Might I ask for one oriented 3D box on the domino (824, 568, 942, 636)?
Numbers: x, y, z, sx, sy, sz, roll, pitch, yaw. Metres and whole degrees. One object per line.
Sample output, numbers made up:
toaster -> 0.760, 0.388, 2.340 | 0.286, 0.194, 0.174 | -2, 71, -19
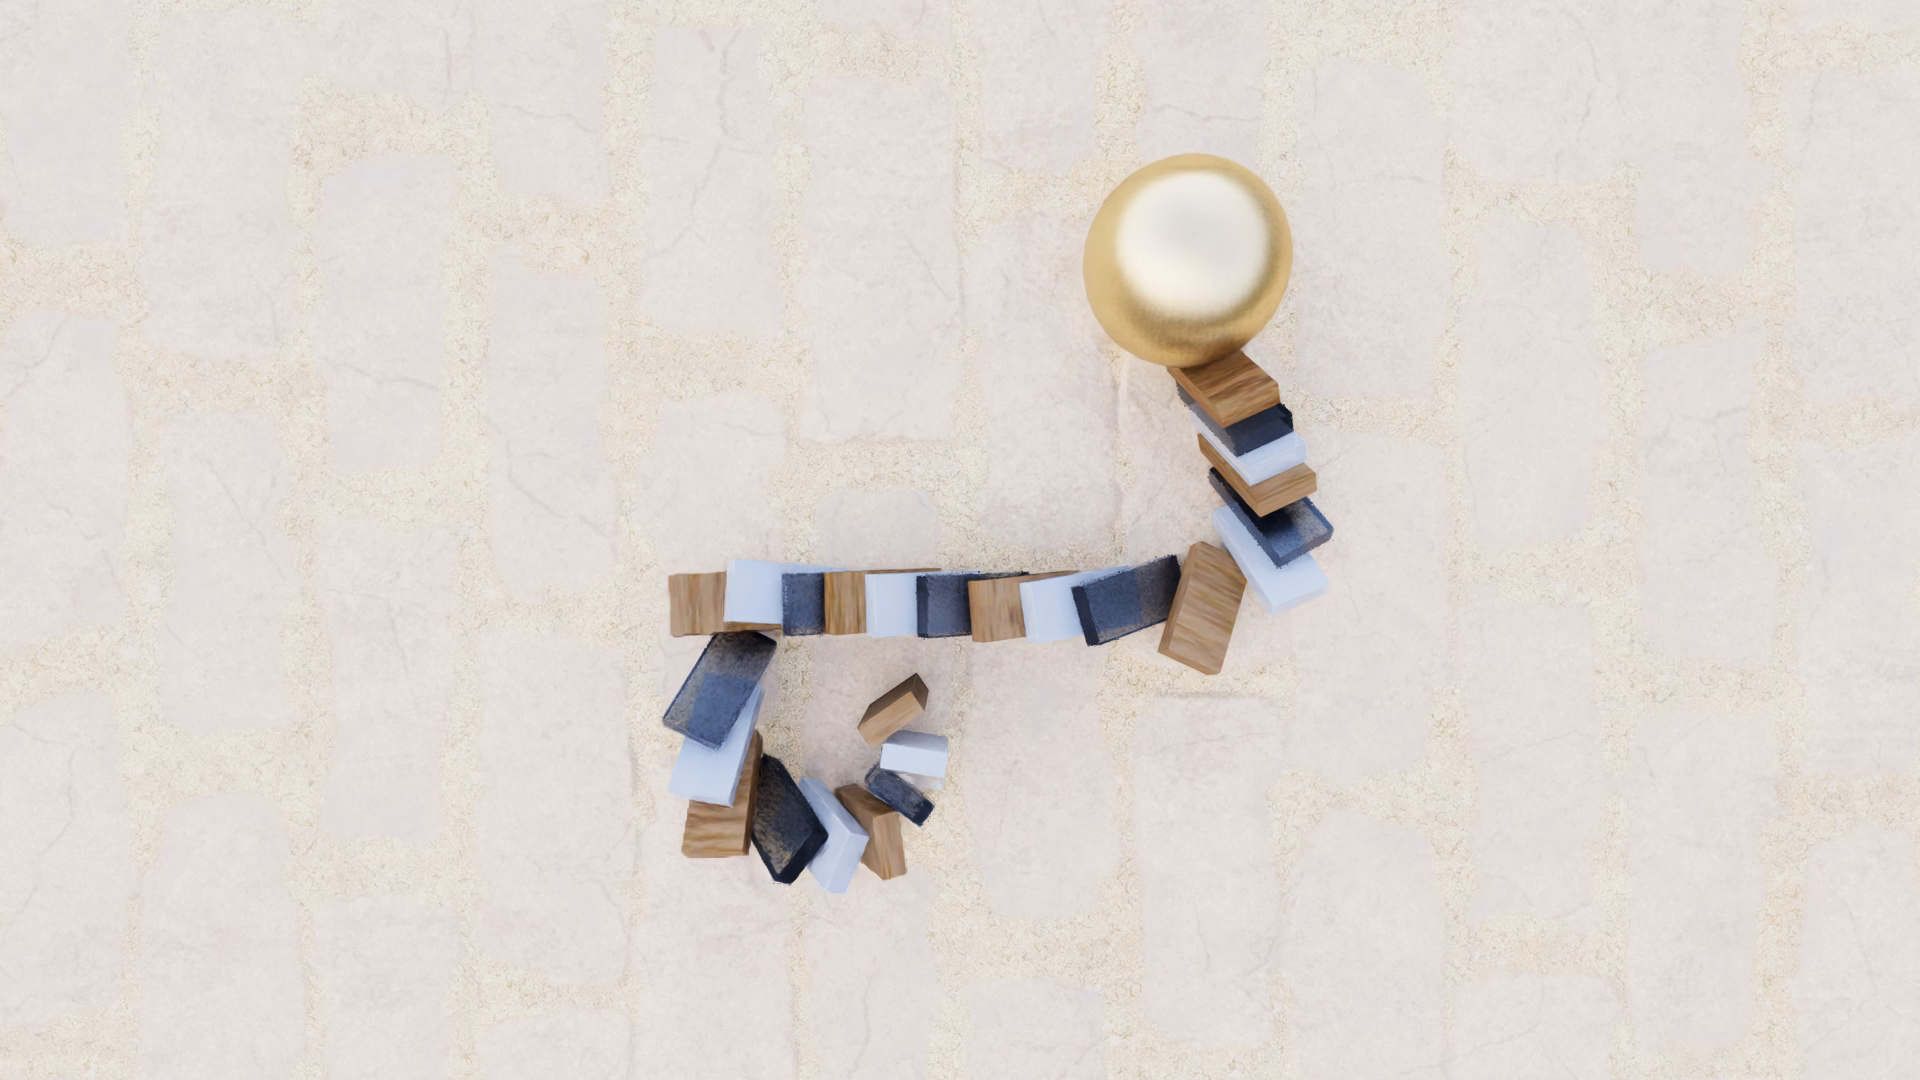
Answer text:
domino -> -0.031, 0.025, 0.382 | 0.050, 0.009, 0.025 | -1, 90, -31

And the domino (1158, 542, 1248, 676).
domino -> 0.103, 0.029, 0.386 | 0.025, 0.009, 0.050 | 25, 72, -10

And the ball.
ball -> 0.088, -0.108, 0.360 | 0.080, 0.080, 0.080 | 0, 90, 0

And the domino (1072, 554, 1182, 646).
domino -> 0.072, 0.025, 0.384 | 0.050, 0.010, 0.025 | -16, 90, -28

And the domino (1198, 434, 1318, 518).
domino -> 0.122, -0.032, 0.378 | 0.025, 0.050, 0.010 | -25, 131, 0

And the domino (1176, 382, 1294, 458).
domino -> 0.112, -0.056, 0.378 | 0.025, 0.050, 0.009 | -25, 131, 0

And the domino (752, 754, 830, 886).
domino -> -0.076, 0.114, 0.378 | 0.025, 0.050, 0.010 | -52, 133, 1

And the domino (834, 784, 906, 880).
domino -> -0.038, 0.118, 0.375 | 0.010, 0.050, 0.025 | -8, 92, -26

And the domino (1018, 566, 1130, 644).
domino -> 0.050, 0.027, 0.384 | 0.050, 0.009, 0.025 | -8, 90, -28

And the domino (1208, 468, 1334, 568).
domino -> 0.129, -0.015, 0.382 | 0.025, 0.009, 0.050 | -28, 59, -3

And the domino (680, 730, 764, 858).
domino -> -0.098, 0.105, 0.382 | 0.025, 0.009, 0.050 | -3, 57, 4

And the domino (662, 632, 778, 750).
domino -> -0.100, 0.060, 0.383 | 0.025, 0.010, 0.050 | 26, 60, 0

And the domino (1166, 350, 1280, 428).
domino -> 0.107, -0.067, 0.378 | 0.025, 0.050, 0.009 | -25, 131, 0

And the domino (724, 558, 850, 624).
domino -> -0.072, 0.023, 0.382 | 0.050, 0.009, 0.025 | 7, 81, -31

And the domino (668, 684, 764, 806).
domino -> -0.101, 0.083, 0.383 | 0.025, 0.009, 0.050 | 9, 59, 2

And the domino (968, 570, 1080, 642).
domino -> 0.028, 0.027, 0.384 | 0.050, 0.010, 0.025 | -5, 90, -29

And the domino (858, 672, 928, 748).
domino -> -0.027, 0.069, 0.375 | 0.025, 0.050, 0.010 | -34, 90, 0

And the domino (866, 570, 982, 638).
domino -> -0.014, 0.026, 0.381 | 0.050, 0.010, 0.025 | -2, 90, -31

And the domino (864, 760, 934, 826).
domino -> -0.026, 0.103, 0.375 | 0.025, 0.050, 0.010 | 36, 77, 0

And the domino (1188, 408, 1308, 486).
domino -> 0.118, -0.045, 0.378 | 0.025, 0.050, 0.009 | -25, 131, 0

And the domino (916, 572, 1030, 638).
domino -> 0.006, 0.027, 0.383 | 0.050, 0.009, 0.025 | -1, 90, -31

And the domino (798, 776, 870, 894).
domino -> -0.057, 0.120, 0.377 | 0.010, 0.050, 0.025 | 23, 90, -35

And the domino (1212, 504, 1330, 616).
domino -> 0.129, 0.005, 0.382 | 0.025, 0.010, 0.050 | -22, 58, -3

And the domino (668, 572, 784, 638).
domino -> -0.096, 0.026, 0.387 | 0.050, 0.009, 0.025 | -3, 80, -15

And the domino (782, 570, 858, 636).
domino -> -0.049, 0.026, 0.383 | 0.050, 0.010, 0.025 | -1, 90, -31

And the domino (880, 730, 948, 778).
domino -> -0.018, 0.087, 0.375 | 0.025, 0.050, 0.010 | 9, 84, 0
